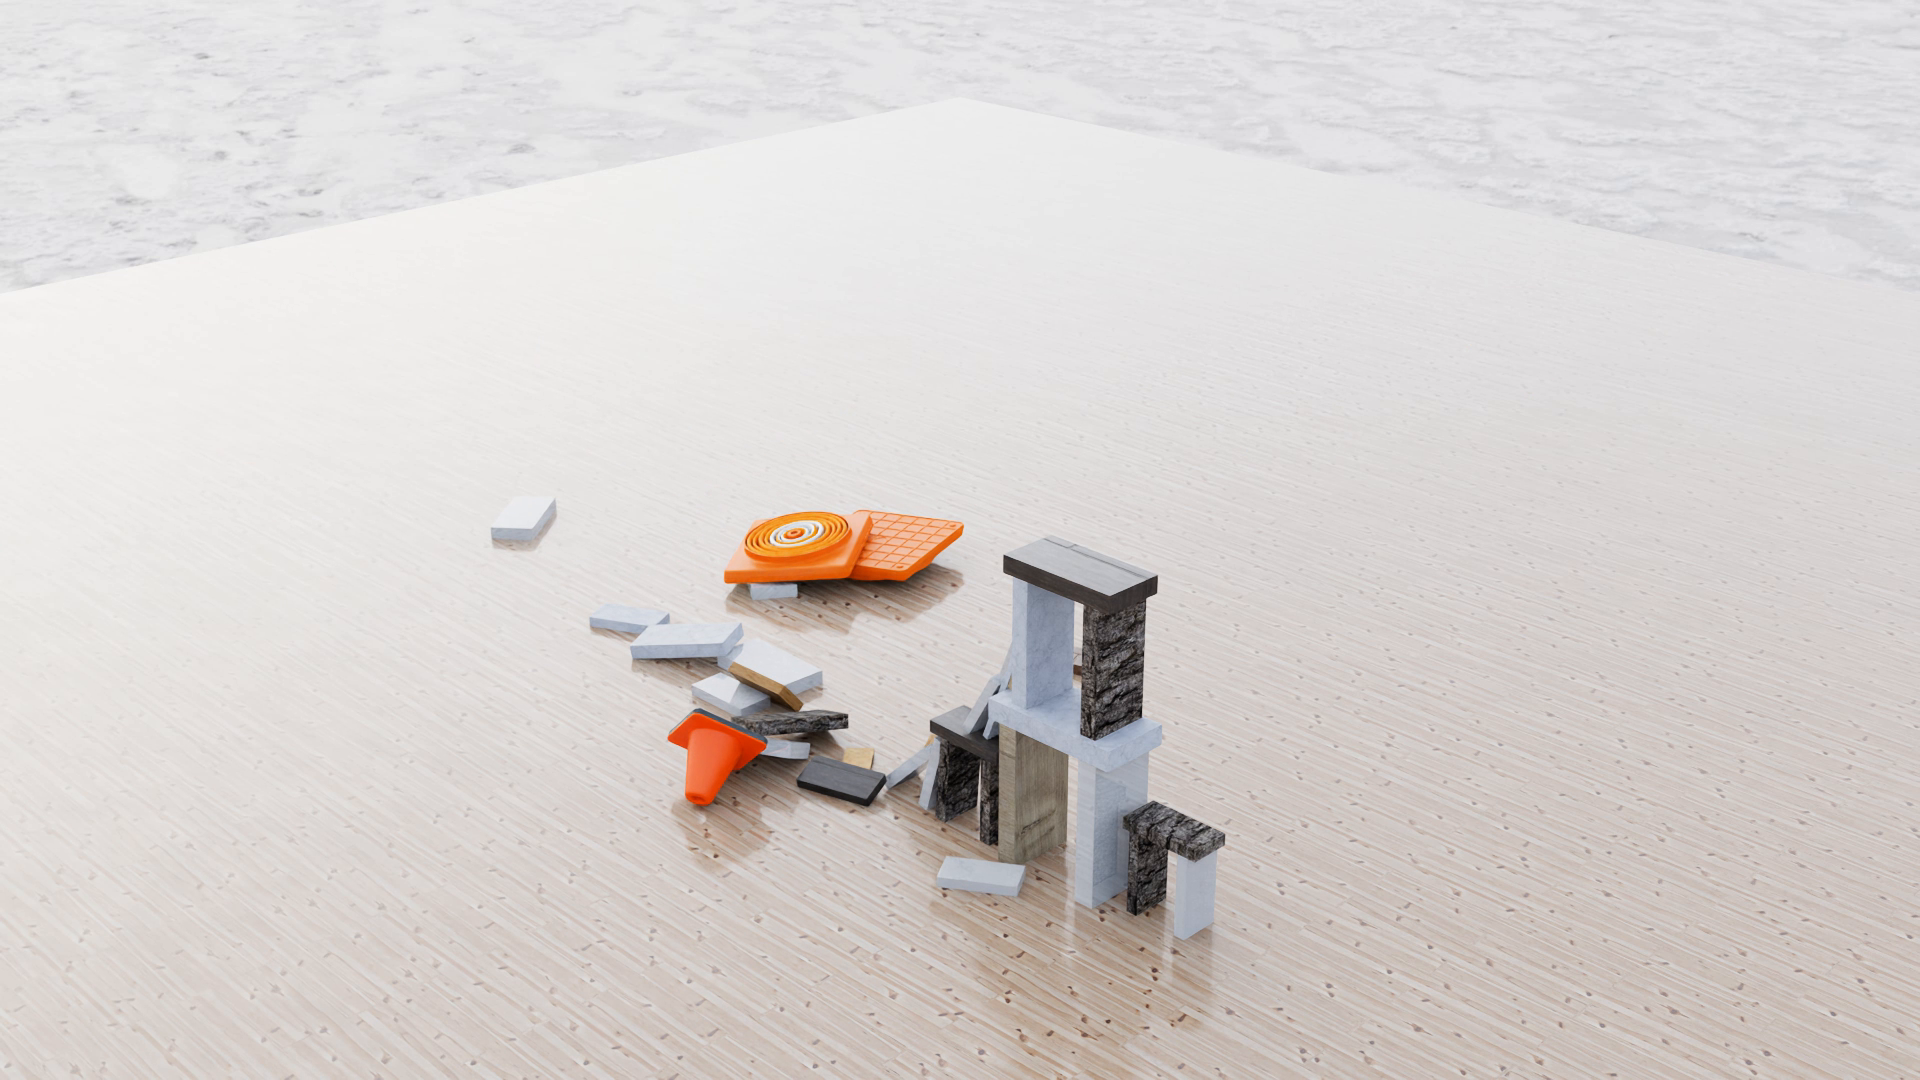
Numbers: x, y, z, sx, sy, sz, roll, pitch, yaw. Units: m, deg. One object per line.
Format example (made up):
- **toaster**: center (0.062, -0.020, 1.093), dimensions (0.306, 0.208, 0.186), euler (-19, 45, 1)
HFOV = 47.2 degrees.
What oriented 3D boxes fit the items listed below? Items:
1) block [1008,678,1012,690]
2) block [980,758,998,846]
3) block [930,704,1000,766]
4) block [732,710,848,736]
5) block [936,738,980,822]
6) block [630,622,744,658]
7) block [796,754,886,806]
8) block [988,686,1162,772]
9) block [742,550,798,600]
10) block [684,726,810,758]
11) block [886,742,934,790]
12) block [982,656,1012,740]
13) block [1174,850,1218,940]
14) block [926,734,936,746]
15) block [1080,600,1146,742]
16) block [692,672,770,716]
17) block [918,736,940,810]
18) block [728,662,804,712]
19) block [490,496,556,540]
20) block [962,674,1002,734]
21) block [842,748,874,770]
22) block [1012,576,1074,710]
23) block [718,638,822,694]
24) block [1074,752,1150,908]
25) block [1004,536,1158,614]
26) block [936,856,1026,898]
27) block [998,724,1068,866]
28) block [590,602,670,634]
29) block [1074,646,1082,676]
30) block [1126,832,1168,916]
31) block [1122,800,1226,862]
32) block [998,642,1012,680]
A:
- **block**: center (0.125, 0.242, 4.187), dimensions (0.048, 0.095, 0.014), euler (-21, 51, -40)
- **block**: center (0.082, 0.500, 4.341), dimensions (0.094, 0.188, 0.027), euler (-21, 32, -41)
- **block**: center (0.039, 0.384, 4.339), dimensions (0.094, 0.027, 0.188), euler (-21, 31, -40)
- **block**: center (-0.363, 0.391, 4.704), dimensions (0.224, 0.032, 0.112), euler (-2, 2, -33)
- **block**: center (-0.002, 0.467, 4.418), dimensions (0.027, 0.188, 0.094), euler (26, 34, 37)
- **block**: center (-0.636, 0.234, 5.119), dimensions (0.236, 0.033, 0.118), euler (-2, 21, 19)
- **block**: center (-0.245, 0.496, 4.536), dimensions (0.170, 0.022, 0.078), euler (12, 42, 27)
- **block**: center (0.214, 0.340, 4.130), dimensions (0.302, 0.043, 0.151), euler (21, 31, 41)
- **block**: center (-0.479, 0.086, 5.518), dimensions (0.112, 0.032, 0.224), euler (-5, 23, -11)
- **block**: center (-0.448, 0.428, 4.643), dimensions (0.236, 0.033, 0.118), euler (7, -4, 16)
- **block**: center (-0.079, 0.454, 4.510), dimensions (0.088, 0.025, 0.176), euler (-22, -13, -41)
- **block**: center (0.094, 0.294, 4.241), dimensions (0.048, 0.226, 0.014), euler (-20, 51, -39)
- **block**: center (0.432, 0.639, 4.034), dimensions (0.024, 0.172, 0.086), euler (21, 31, 41)
- **block**: center (-0.011, 0.443, 4.695), dimensions (0.121, 0.017, 0.061), euler (5, 23, 12)
- **block**: center (0.280, 0.223, 4.015), dimensions (0.131, 0.262, 0.037), euler (-21, 31, -41)
- **block**: center (-0.512, 0.347, 4.912), dimensions (0.171, 0.024, 0.086), euler (21, 31, 40)
- **block**: center (-0.029, 0.459, 4.452), dimensions (0.088, 0.176, 0.025), euler (-22, 47, -41)
- **block**: center (-0.432, 0.327, 4.887), dimensions (0.171, 0.085, 0.024), euler (21, 70, 40)
- **block**: center (-1.162, -0.060, 5.862), dimensions (0.112, 0.032, 0.224), euler (2, 23, 5)
- **block**: center (0.067, 0.311, 4.289), dimensions (0.078, 0.157, 0.022), euler (-20, 61, -39)
- **block**: center (-0.216, 0.474, 4.623), dimensions (0.061, 0.017, 0.121), euler (1, 23, 3)
- **block**: center (0.157, 0.175, 4.129), dimensions (0.037, 0.262, 0.131), euler (21, 31, 41)
- **block**: center (-0.436, 0.293, 5.029), dimensions (0.118, 0.033, 0.236), euler (-20, 30, -39)
- **block**: center (0.286, 0.527, 4.132), dimensions (0.043, 0.302, 0.151), euler (21, 31, 41)
- **block**: center (0.218, 0.062, 4.014), dimensions (0.131, 0.037, 0.262), euler (-21, 31, -41)
- **block**: center (0.041, 0.644, 4.214), dimensions (0.157, 0.022, 0.078), euler (5, 24, 12)
- **block**: center (0.143, 0.471, 4.263), dimensions (0.043, 0.302, 0.151), euler (21, 31, 41)
- **block**: center (-0.793, 0.190, 5.282), dimensions (0.171, 0.024, 0.086), euler (8, 24, 17)
- **block**: center (0.291, 0.283, 5.063), dimensions (0.176, 0.025, 0.088), euler (10, 25, 23)
- **block**: center (0.351, 0.608, 4.108), dimensions (0.024, 0.172, 0.086), euler (21, 31, 41)
- **block**: center (0.392, 0.533, 4.033), dimensions (0.172, 0.024, 0.086), euler (21, 31, 41)
- **block**: center (0.107, 0.227, 4.203), dimensions (0.048, 0.095, 0.014), euler (-20, 51, -39)
